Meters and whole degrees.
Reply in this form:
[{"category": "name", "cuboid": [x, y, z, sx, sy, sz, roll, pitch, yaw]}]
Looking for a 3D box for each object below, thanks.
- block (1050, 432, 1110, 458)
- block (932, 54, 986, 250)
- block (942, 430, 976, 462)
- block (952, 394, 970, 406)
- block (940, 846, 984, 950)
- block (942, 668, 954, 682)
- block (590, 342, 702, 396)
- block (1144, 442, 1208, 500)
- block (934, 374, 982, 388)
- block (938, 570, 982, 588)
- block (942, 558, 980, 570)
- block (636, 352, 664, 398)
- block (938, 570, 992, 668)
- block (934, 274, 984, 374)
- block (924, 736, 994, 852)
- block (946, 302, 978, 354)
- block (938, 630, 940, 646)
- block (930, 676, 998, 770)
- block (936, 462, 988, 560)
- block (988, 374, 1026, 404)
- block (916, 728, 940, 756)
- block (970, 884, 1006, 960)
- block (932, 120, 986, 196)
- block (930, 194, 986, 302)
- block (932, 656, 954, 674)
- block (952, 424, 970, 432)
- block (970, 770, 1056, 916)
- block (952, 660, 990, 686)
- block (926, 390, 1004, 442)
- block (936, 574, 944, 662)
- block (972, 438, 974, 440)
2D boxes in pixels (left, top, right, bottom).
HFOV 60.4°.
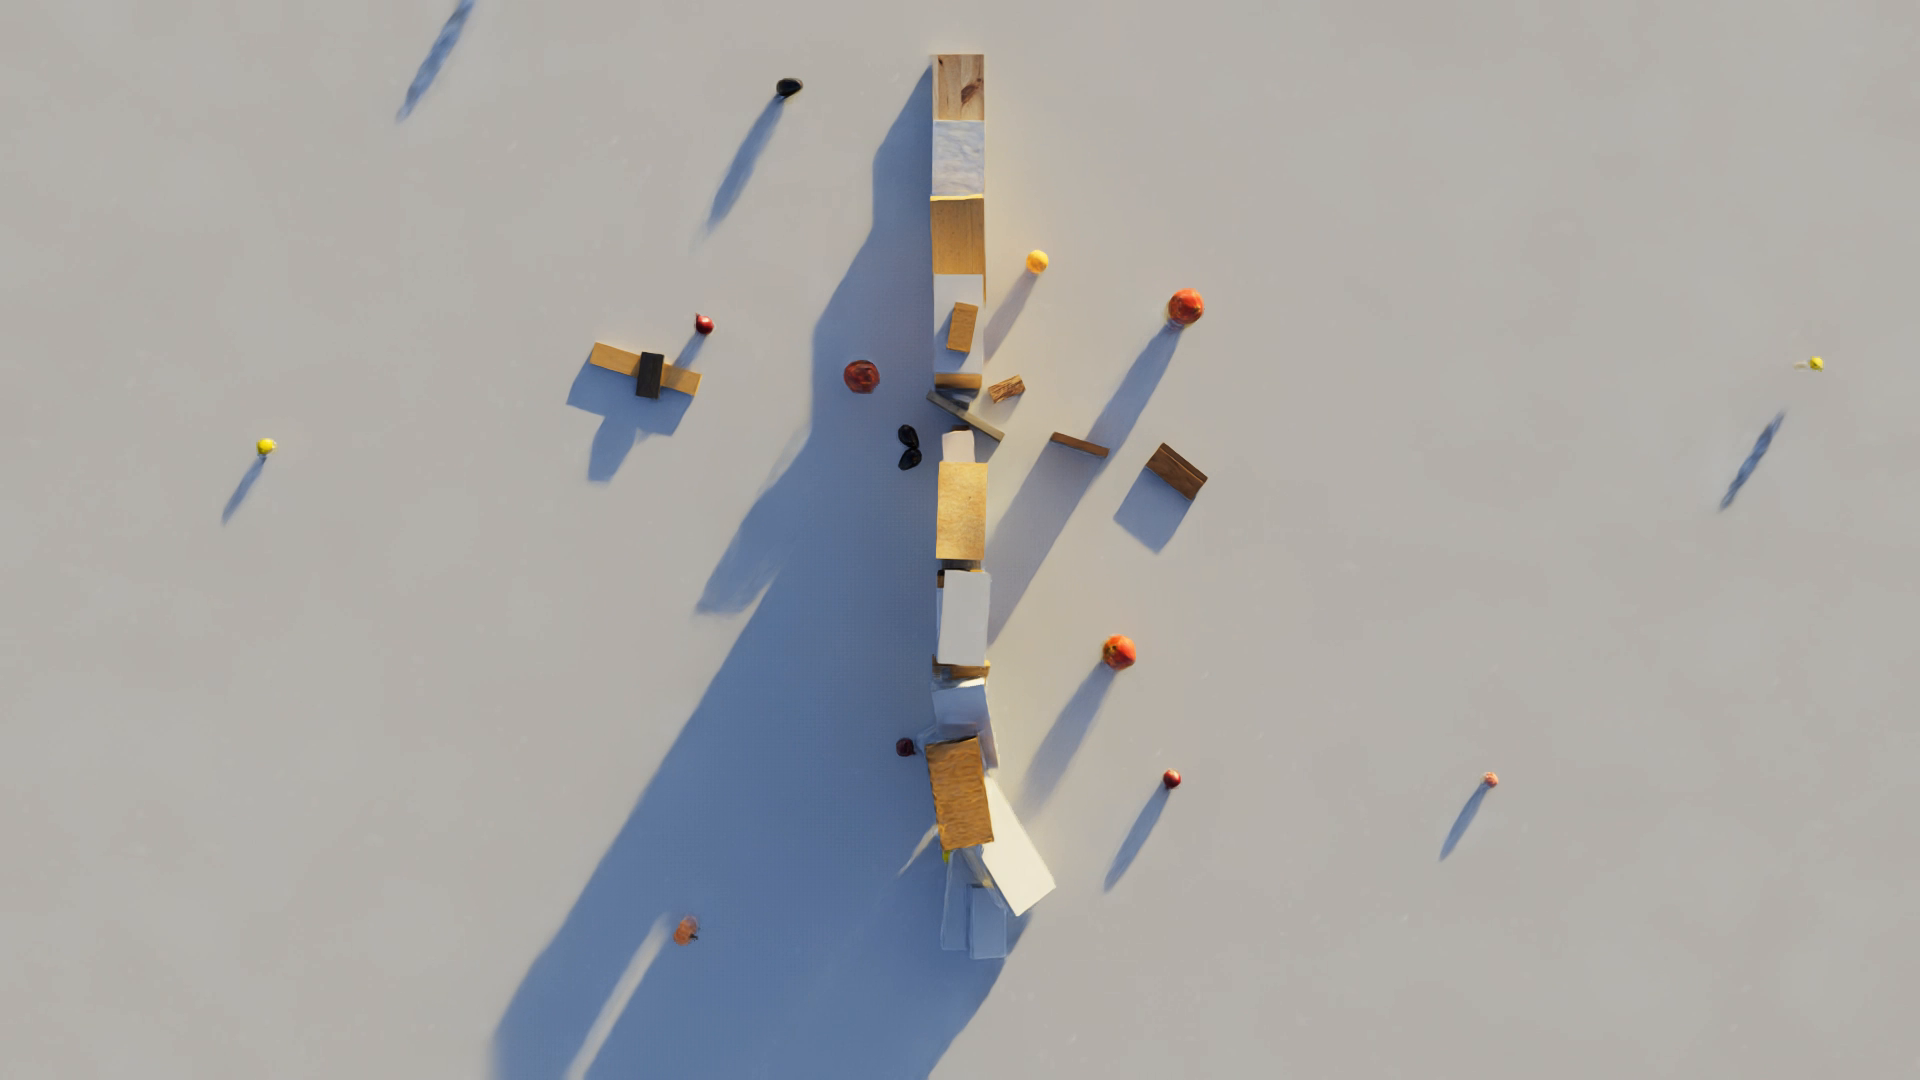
[{"category": "block", "cuboid": [0.396, -0.314, 5.452, 0.191, 0.095, 0.027, 18, 90, 0]}, {"category": "block", "cuboid": [-0.003, -1.258, 5.476, 0.173, 0.049, 0.695, 0, 90, 0]}, {"category": "block", "cuboid": [0.000, -0.247, 5.288, 0.099, 0.028, 0.197, -6, 90, 0]}, {"category": "block", "cuboid": [0.004, -0.463, 5.443, 0.057, 0.113, 0.016, 16, 88, 0]}, {"category": "block", "cuboid": [0.016, 1.138, 5.461, 0.117, 0.033, 0.433, 6, 90, -22]}, {"category": "block", "cuboid": [-0.003, 0.495, 5.407, 0.108, 0.216, 0.031, 0, 51, 0]}, {"category": "block", "cuboid": [-1.046, -0.569, 5.490, 0.367, 0.021, 0.073, 17, 90, 0]}, {"category": "block", "cuboid": [0.721, -0.228, 5.486, 0.191, 0.027, 0.095, 38, 90, 0]}, {"category": "block", "cuboid": [-0.004, -0.545, 5.345, 0.153, 0.306, 0.043, 0, 83, 0]}, {"category": "block", "cuboid": [0.001, 0.119, 5.044, 0.139, 0.277, 0.039, 0, 92, 0]}, {"category": "block", "cuboid": [0.003, -0.025, 5.235, 0.124, 0.035, 0.248, 0, 90, 0]}, {"category": "block", "cuboid": [-1.027, -0.546, 5.469, 0.073, 0.021, 0.147, 8, 90, 0]}, {"category": "block", "cuboid": [0.014, 0.231, 4.886, 0.139, 0.039, 0.277, 5, 90, 0]}, {"category": "block", "cuboid": [-0.005, -0.675, 5.169, 0.153, 0.043, 0.306, 0, 90, 0]}, {"category": "block", "cuboid": [-0.002, 0.816, 5.312, 0.170, 0.048, 0.339, -10, 94, -5]}, {"category": "block", "cuboid": [0.008, -0.662, 5.137, 0.073, 0.021, 0.147, 11, 90, 0]}, {"category": "block", "cuboid": [0.003, 0.305, 5.045, 0.139, 0.277, 0.039, -1, 91, 0]}, {"category": "block", "cuboid": [0.017, 0.601, 5.338, 0.170, 0.048, 0.339, -9, 120, 2]}, {"category": "block", "cuboid": [0.005, -0.087, 4.910, 0.144, 0.041, 0.287, 2, 90, 0]}, {"category": "block", "cuboid": [0.156, -0.503, 5.492, 0.113, 0.016, 0.057, -24, 90, 0]}, {"category": "block", "cuboid": [-0.063, 0.707, 5.446, 0.087, 0.025, 0.174, -30, 111, 14]}, {"category": "block", "cuboid": [0.093, 1.263, 5.460, 0.117, 0.033, 0.235, 1, 91, -22]}, {"category": "block", "cuboid": [-0.005, -1.201, 5.427, 0.173, 0.049, 0.346, 1, 90, 0]}, {"category": "block", "cuboid": [-0.005, -0.951, 5.403, 0.173, 0.049, 0.346, -2, 116, 0]}, {"category": "block", "cuboid": [-0.037, 0.410, 5.391, 0.108, 0.216, 0.031, 0, 77, 0]}, {"category": "block", "cuboid": [0.001, -0.358, 5.444, 0.057, 0.113, 0.016, 2, 108, 0]}, {"category": "block", "cuboid": [0.127, 0.994, 5.411, 0.170, 0.048, 0.457, -33, 97, -23]}, {"category": "block", "cuboid": [0.023, 0.473, 5.315, 0.108, 0.031, 0.216, 6, 125, -8]}, {"category": "block", "cuboid": [0.018, -0.410, 5.452, 0.286, 0.095, 0.027, 31, 90, 0]}, {"category": "block", "cuboid": [-0.004, 0.247, 5.203, 0.139, 0.039, 0.277, 0, 90, 0]}, {"category": "block", "cuboid": [-0.003, -0.317, 5.401, 0.099, 0.197, 0.028, 6, 91, 0]}]
